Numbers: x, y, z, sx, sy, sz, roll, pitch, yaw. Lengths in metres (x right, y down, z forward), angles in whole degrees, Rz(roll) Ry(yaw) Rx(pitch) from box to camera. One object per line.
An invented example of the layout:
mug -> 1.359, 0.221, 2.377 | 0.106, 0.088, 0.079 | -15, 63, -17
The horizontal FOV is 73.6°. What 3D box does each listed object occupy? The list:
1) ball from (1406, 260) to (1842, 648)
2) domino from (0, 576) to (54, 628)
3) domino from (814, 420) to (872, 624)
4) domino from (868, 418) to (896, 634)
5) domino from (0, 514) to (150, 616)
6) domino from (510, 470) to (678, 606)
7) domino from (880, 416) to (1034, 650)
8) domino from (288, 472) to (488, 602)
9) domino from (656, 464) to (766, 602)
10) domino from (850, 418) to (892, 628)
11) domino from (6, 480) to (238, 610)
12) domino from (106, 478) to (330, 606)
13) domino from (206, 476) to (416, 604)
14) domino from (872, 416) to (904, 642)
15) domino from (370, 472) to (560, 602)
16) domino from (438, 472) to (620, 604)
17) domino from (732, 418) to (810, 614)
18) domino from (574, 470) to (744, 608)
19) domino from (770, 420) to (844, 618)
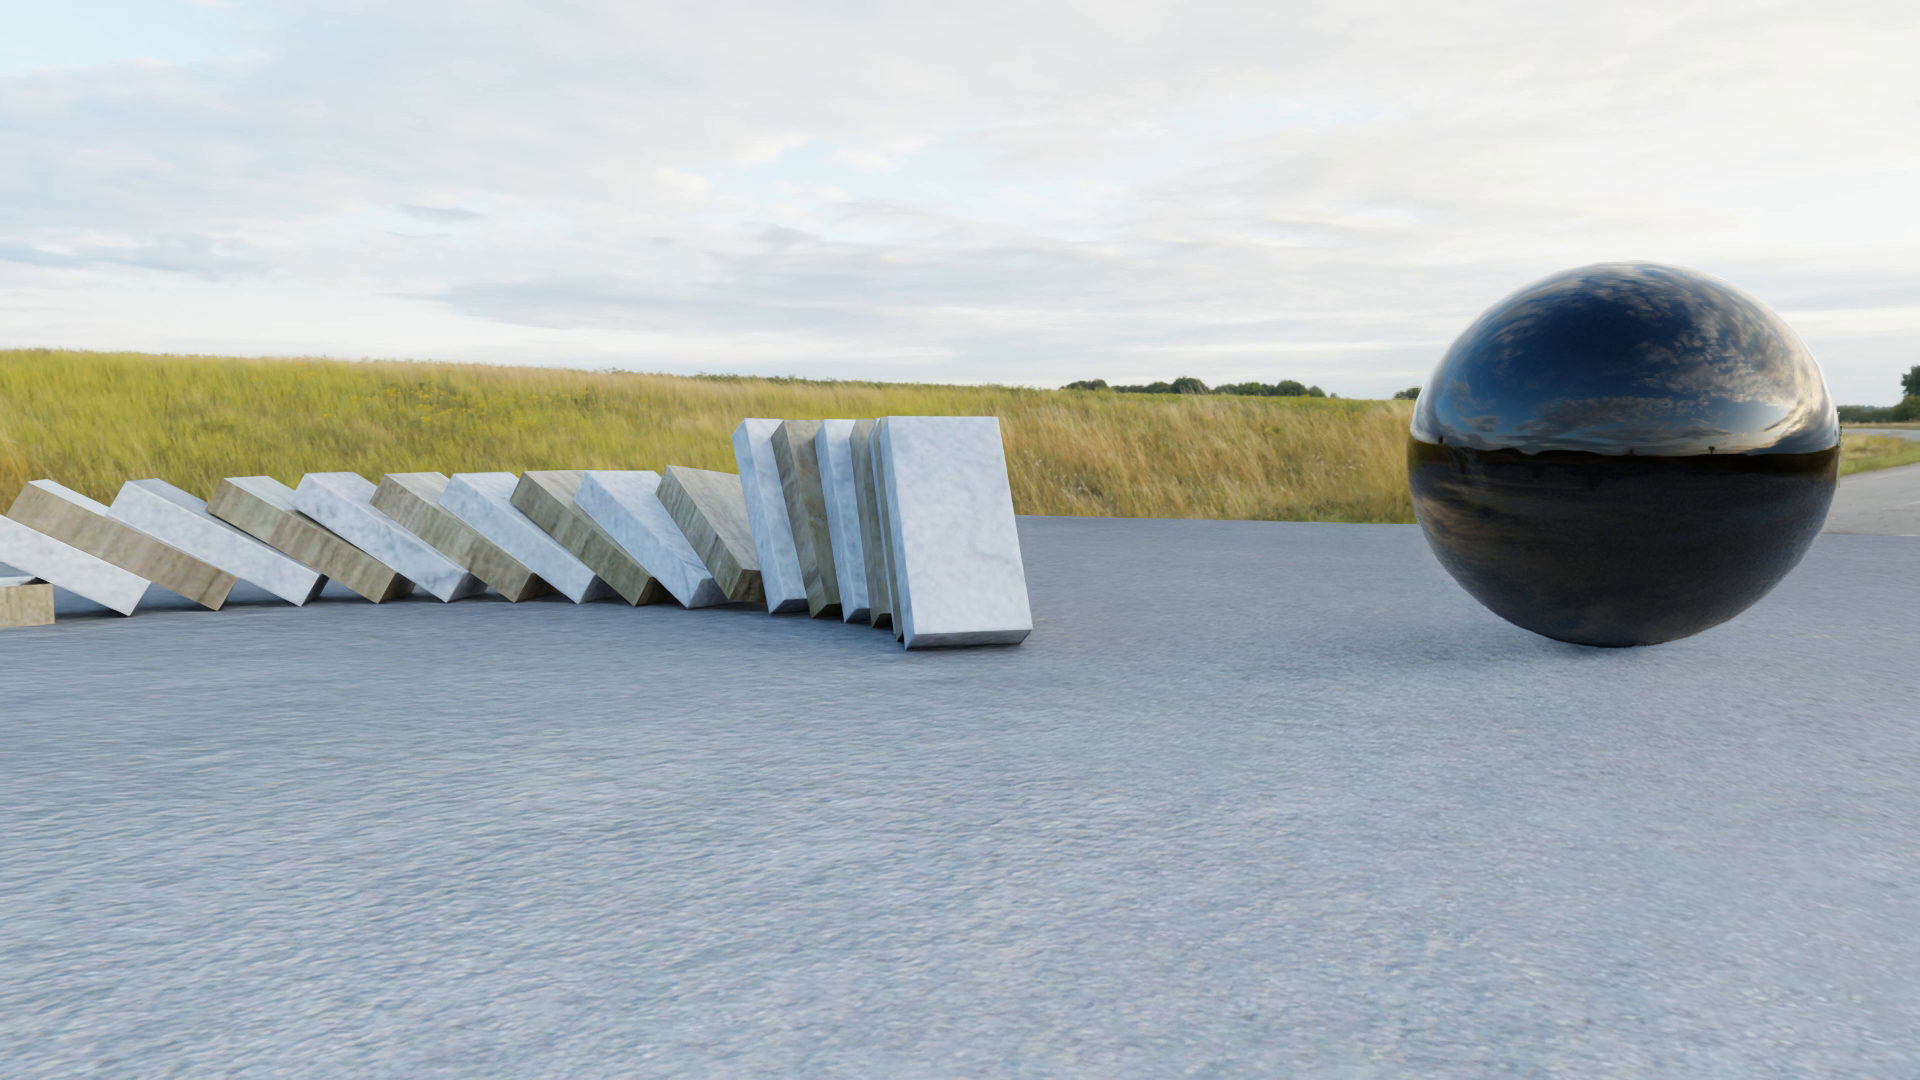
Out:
ball -> 0.135, -0.018, 0.267 | 0.080, 0.080, 0.080 | 0, 4, 0
domino -> -0.242, 0.016, 0.297 | 0.050, 0.009, 0.025 | -4, 6, -40
domino -> -0.019, -0.005, 0.315 | 0.025, 0.050, 0.010 | -2, -24, -23
domino -> -0.005, -0.004, 0.296 | 0.025, 0.050, 0.009 | -1, -24, -17
domino -> -0.226, 0.002, 0.310 | 0.025, 0.010, 0.050 | 6, -24, 48
domino -> -0.097, -0.001, 0.353 | 0.050, 0.010, 0.025 | 36, 18, 18
domino -> -0.001, -0.002, 0.274 | 0.025, 0.050, 0.009 | -1, -24, -16
domino -> -0.155, -0.001, 0.355 | 0.050, 0.009, 0.025 | 32, 5, 0
domino -> -0.060, -0.002, 0.344 | 0.025, 0.009, 0.050 | 7, 29, -42
domino -> -0.011, -0.005, 0.305 | 0.025, 0.050, 0.009 | -1, -24, -17
domino -> -0.212, 0.001, 0.328 | 0.050, 0.010, 0.025 | 31, -10, -25
domino -> -0.194, 0.000, 0.341 | 0.050, 0.009, 0.025 | 30, -5, -16
domino -> -0.175, -0.001, 0.351 | 0.050, 0.009, 0.025 | 30, 2, -6
domino -> -0.004, -0.003, 0.285 | 0.025, 0.050, 0.009 | -1, -24, -16
domino -> -0.135, -0.001, 0.358 | 0.050, 0.010, 0.025 | 33, 9, 7
domino -> -0.116, -0.001, 0.356 | 0.050, 0.009, 0.025 | 34, 12, 11
domino -> -0.041, -0.007, 0.329 | 0.025, 0.050, 0.010 | -2, -24, -34
domino -> -0.079, -0.001, 0.347 | 0.050, 0.010, 0.025 | 39, 21, 25
domino -> -0.030, -0.006, 0.323 | 0.025, 0.050, 0.009 | -3, -23, -32
